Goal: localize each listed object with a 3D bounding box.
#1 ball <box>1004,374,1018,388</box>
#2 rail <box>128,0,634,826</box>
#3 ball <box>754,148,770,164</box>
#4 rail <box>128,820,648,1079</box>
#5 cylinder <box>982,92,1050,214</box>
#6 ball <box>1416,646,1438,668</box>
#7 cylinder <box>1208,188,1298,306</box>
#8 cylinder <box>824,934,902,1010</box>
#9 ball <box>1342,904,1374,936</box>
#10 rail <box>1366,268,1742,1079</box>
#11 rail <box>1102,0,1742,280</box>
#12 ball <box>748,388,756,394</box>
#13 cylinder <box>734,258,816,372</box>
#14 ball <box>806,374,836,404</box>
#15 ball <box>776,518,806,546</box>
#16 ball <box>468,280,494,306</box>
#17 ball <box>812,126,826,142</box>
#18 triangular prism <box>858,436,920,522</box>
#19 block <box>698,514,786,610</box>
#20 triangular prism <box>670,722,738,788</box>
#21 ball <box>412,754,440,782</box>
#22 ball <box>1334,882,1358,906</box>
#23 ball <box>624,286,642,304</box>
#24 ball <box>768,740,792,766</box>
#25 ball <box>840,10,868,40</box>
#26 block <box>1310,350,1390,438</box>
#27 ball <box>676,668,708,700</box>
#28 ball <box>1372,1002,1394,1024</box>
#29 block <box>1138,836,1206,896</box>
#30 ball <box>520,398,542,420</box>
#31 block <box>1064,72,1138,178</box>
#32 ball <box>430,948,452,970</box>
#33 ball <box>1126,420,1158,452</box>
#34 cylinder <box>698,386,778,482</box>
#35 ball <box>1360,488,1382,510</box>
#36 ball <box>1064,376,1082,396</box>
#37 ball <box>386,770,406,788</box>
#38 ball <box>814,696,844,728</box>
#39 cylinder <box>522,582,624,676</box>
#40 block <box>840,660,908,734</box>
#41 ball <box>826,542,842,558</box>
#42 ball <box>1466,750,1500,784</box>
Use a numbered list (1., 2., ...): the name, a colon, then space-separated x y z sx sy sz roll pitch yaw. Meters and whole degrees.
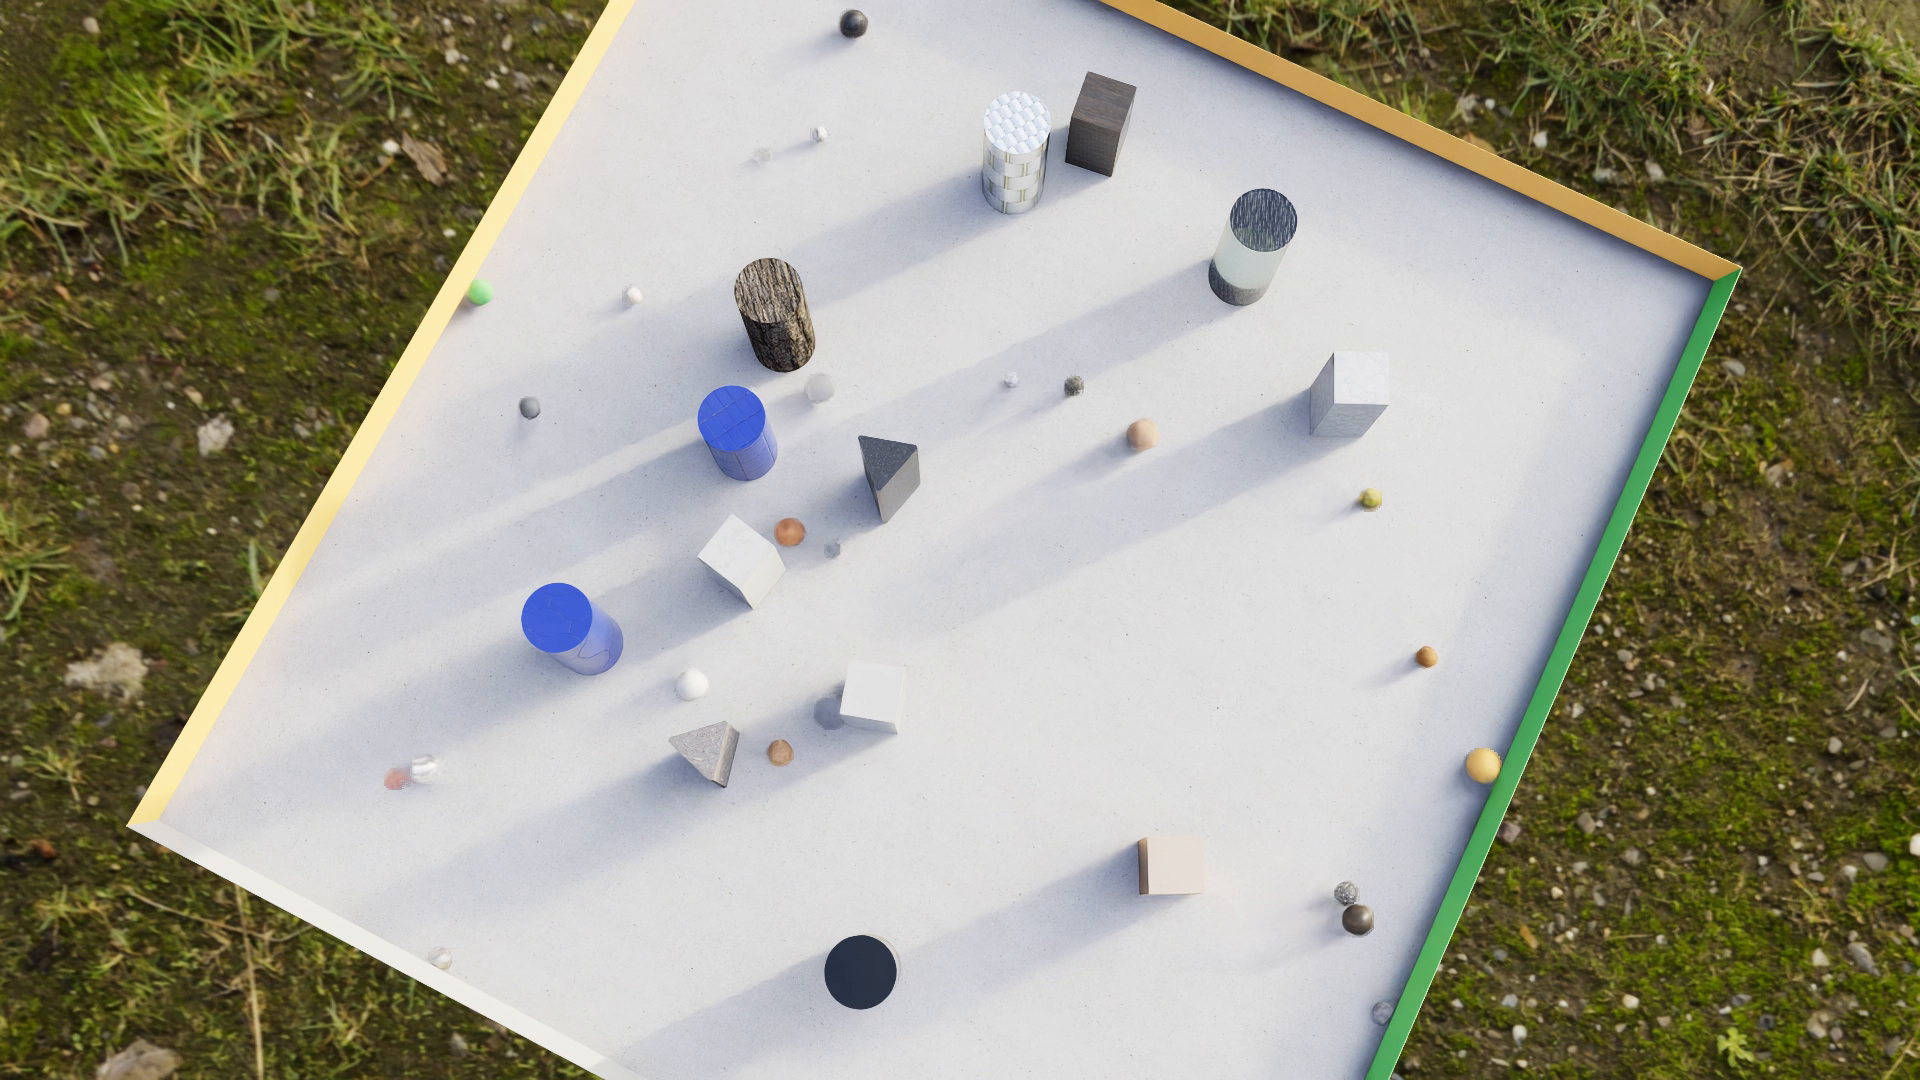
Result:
1. ball: 0.159 -0.496 5.698 0.041 0.041 0.041 0 78 0
2. rail: -1.572 -0.763 5.708 0.045 0.128 3.689 26 80 5
3. ball: -0.630 -1.222 5.844 0.049 0.049 0.049 0 78 0
4. rail: -0.814 1.602 5.218 3.562 0.128 0.045 26 80 5
5. cylinder: 0.169 -1.179 5.619 0.198 0.474 0.198 0 78 0
6. ball: 1.404 0.351 5.512 0.063 0.063 0.063 0 78 0
7. cylinder: 0.882 -0.881 5.556 0.198 0.475 0.198 0 78 0
8. cylinder: -0.270 1.213 5.165 0.198 0.393 0.198 0 78 0
9. ball: 1.159 1.107 5.342 0.090 0.090 0.090 0 78 0
10. rail: 1.572 0.776 5.389 0.045 0.128 3.689 26 80 5
11. rail: 0.814 -1.588 5.879 3.562 0.128 0.045 26 80 5
12. ball: -0.662 -0.442 5.677 0.061 0.061 0.061 0 78 0
13. cylinder: -0.551 -0.669 5.507 0.198 0.487 0.198 0 78 0
14. ball: -0.430 -0.467 5.668 0.089 0.089 0.089 0 78 0
15. ball: -0.515 -0.025 5.576 0.090 0.090 0.090 0 78 0
16. ball: -1.501 -0.775 5.737 0.079 0.079 0.079 0 78 0
17. ball: -0.449 -1.298 5.862 0.046 0.046 0.046 0 78 0
18. triangular prism: -0.233 -0.205 5.435 0.148 0.439 0.171 40 81 8
19. block: -0.642 0.068 5.420 0.158 0.357 0.158 37 81 7
20. triangular prism: -0.713 0.599 5.337 0.171 0.304 0.148 42 81 8
21. ball: -1.583 0.678 5.434 0.083 0.083 0.083 0 78 0
22. ball: 1.132 1.035 5.366 0.071 0.071 0.071 0 78 0
23. ball: -1.024 -0.765 5.746 0.057 0.057 0.057 0 78 0
24. ball: -0.535 0.631 5.447 0.076 0.076 0.076 0 78 0
25. ball: -0.342 -1.664 5.914 0.093 0.093 0.093 0 78 0
26. block: 1.169 -0.435 5.516 0.158 0.373 0.158 2 78 0
27. ball: -0.801 0.432 5.479 0.094 0.094 0.094 0 78 0
28. ball: 1.225 1.368 5.300 0.065 0.065 0.065 0 78 0
29. block: 0.607 0.940 5.279 0.158 0.281 0.158 -1 78 0
30. ball: -1.329 -0.407 5.667 0.065 0.065 0.065 0 78 0
31. block: 0.436 -1.292 5.710 0.158 0.341 0.158 19 79 4
32. ball: -1.509 1.221 5.330 0.066 0.066 0.066 0 78 0
33. ball: 0.559 -0.321 5.634 0.097 0.097 0.097 0 78 0
34. cylinder: -0.662 -0.316 5.492 0.198 0.371 0.198 0 78 0
35. ball: 1.256 -0.126 5.609 0.066 0.066 0.066 0 78 0
36. ball: 0.351 -0.476 5.684 0.061 0.061 0.061 0 78 0
37. ball: -1.673 0.711 5.441 0.055 0.055 0.055 0 78 0
38. ball: -0.384 0.513 5.460 0.098 0.098 0.098 0 78 0
39. cylinder: -1.118 0.264 5.316 0.198 0.481 0.198 0 78 0
40. block: -0.249 0.461 5.356 0.158 0.323 0.158 10 78 2
41. ball: -0.384 0.030 5.587 0.046 0.046 0.046 0 78 0
42. ball: 1.549 0.670 5.427 0.099 0.099 0.099 0 78 0
